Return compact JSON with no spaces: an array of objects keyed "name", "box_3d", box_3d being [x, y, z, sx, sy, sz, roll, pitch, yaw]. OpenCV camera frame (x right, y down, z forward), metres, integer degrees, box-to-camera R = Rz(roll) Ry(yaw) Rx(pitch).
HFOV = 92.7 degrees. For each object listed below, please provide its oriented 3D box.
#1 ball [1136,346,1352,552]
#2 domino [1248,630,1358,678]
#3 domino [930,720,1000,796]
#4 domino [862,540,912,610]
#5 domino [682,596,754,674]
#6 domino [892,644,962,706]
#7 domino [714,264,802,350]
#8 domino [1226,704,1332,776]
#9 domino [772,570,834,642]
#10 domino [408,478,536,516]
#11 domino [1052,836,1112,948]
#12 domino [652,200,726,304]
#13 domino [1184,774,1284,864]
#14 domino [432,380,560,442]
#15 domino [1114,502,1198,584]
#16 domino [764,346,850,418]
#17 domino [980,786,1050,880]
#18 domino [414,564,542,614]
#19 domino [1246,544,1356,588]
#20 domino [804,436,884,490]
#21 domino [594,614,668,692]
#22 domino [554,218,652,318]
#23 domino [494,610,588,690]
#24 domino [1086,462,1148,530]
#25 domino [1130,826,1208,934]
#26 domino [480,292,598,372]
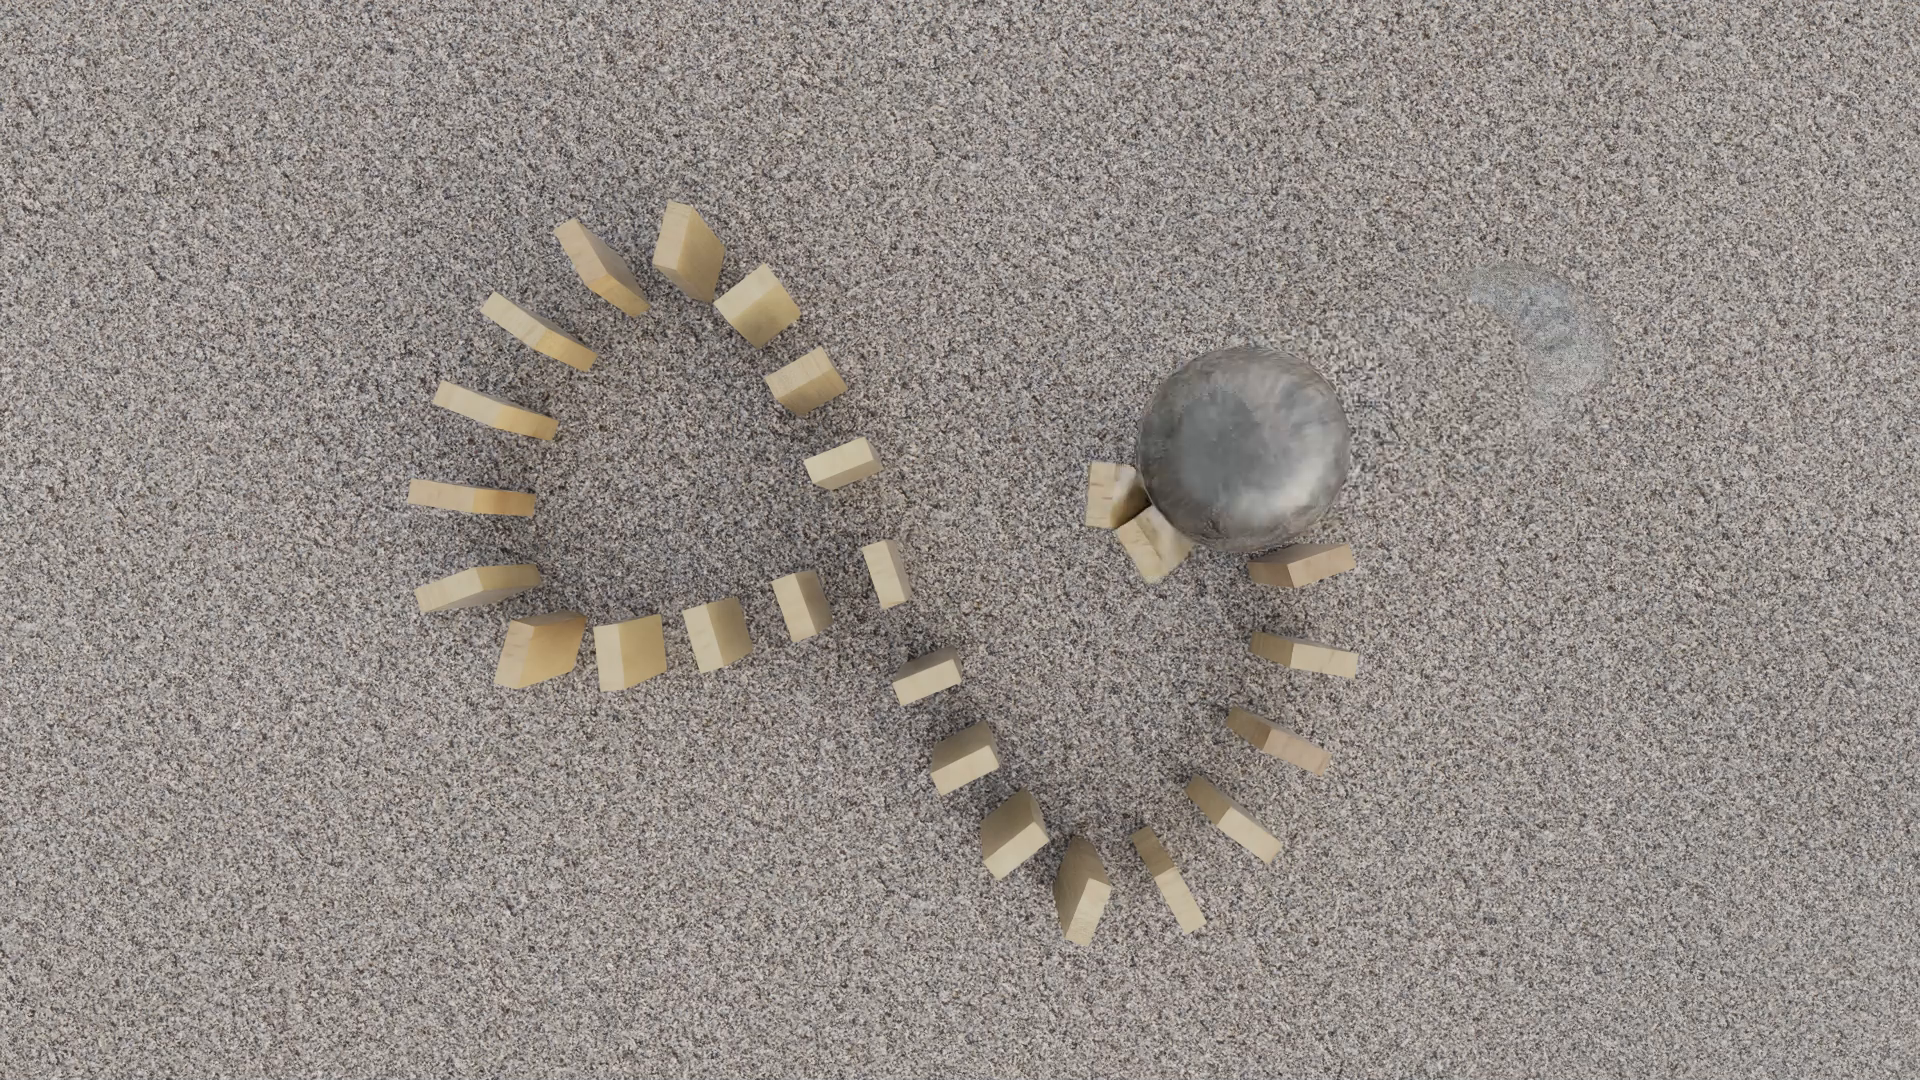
[{"name":"ball","box_3d":[0.110,-0.035,0.360,0.080,0.080,0.080,0,90,0]},{"name":"domino","box_3d":[0.139,0.046,0.375,0.025,0.050,0.009,10,90,0]},{"name":"domino","box_3d":[0.002,0.088,0.375,0.025,0.050,0.010,-26,90,0]},{"name":"domino","box_3d":[-0.029,0.013,0.375,0.009,0.050,0.025,-19,90,0]},{"name":"domino","box_3d":[-0.098,0.038,0.375,0.010,0.050,0.025,-17,90,0]},{"name":"domino","box_3d":[-0.013,0.054,0.375,0.025,0.050,0.009,-22,90,0]},{"name":"domino","box_3d":[-0.082,-0.095,0.375,0.025,0.050,0.009,-38,90,0]},{"name":"domino","box_3d":[0.129,0.081,0.375,0.025,0.050,0.010,24,90,0]},{"name":"domino","box_3d":[-0.063,0.026,0.375,0.009,0.050,0.025,-20,90,0]},{"name":"domino","box_3d":[-0.198,-0.017,0.375,0.025,0.050,0.010,9,90,0]},{"name":"domino","box_3d":[0.049,0.142,0.375,0.009,0.050,0.025,22,90,0]},{"name":"domino","box_3d":[-0.110,-0.117,0.375,0.009,0.050,0.025,15,90,0]},{"name":"domino","box_3d":[0.111,0.113,0.375,0.025,0.050,0.009,36,90,0]},{"name":"domino","box_3d":[-0.188,-0.052,0.375,0.025,0.050,0.009,22,90,0]},{"name":"domino","box_3d":[0.081,-0.002,0.376,0.009,0.050,0.025,-34,87,31]},{"name":"domino","box_3d":[-0.062,-0.064,0.375,0.025,0.050,0.010,-29,90,0]},{"name":"domino","box_3d":[0.022,0.119,0.375,0.025,0.050,0.010,-38,90,0]},{"name":"domino","box_3d":[-0.195,0.019,0.375,0.025,0.050,0.010,-21,90,0]},{"name":"domino","box_3d":[0.138,0.010,0.375,0.025,0.050,0.010,-19,90,0]},{"name":"domino","box_3d":[-0.046,-0.031,0.375,0.025,0.050,0.010,-22,90,0]},{"name":"domino","box_3d":[-0.134,0.045,0.375,0.010,0.050,0.025,-7,90,0]},{"name":"domino","box_3d":[-0.145,-0.110,0.375,0.010,0.050,0.025,-31,90,0]},{"name":"domino","box_3d":[-0.170,0.044,0.375,0.010,0.050,0.025,16,90,0]},{"name":"domino","box_3d":[0.065,-0.016,0.376,0.010,0.050,0.025,6,90,26]},{"name":"domino","box_3d":[0.084,0.138,0.375,0.009,0.050,0.025,-29,90,0]},{"name":"domino","box_3d":[-0.171,-0.084,0.375,0.025,0.050,0.009,35,90,0]}]
